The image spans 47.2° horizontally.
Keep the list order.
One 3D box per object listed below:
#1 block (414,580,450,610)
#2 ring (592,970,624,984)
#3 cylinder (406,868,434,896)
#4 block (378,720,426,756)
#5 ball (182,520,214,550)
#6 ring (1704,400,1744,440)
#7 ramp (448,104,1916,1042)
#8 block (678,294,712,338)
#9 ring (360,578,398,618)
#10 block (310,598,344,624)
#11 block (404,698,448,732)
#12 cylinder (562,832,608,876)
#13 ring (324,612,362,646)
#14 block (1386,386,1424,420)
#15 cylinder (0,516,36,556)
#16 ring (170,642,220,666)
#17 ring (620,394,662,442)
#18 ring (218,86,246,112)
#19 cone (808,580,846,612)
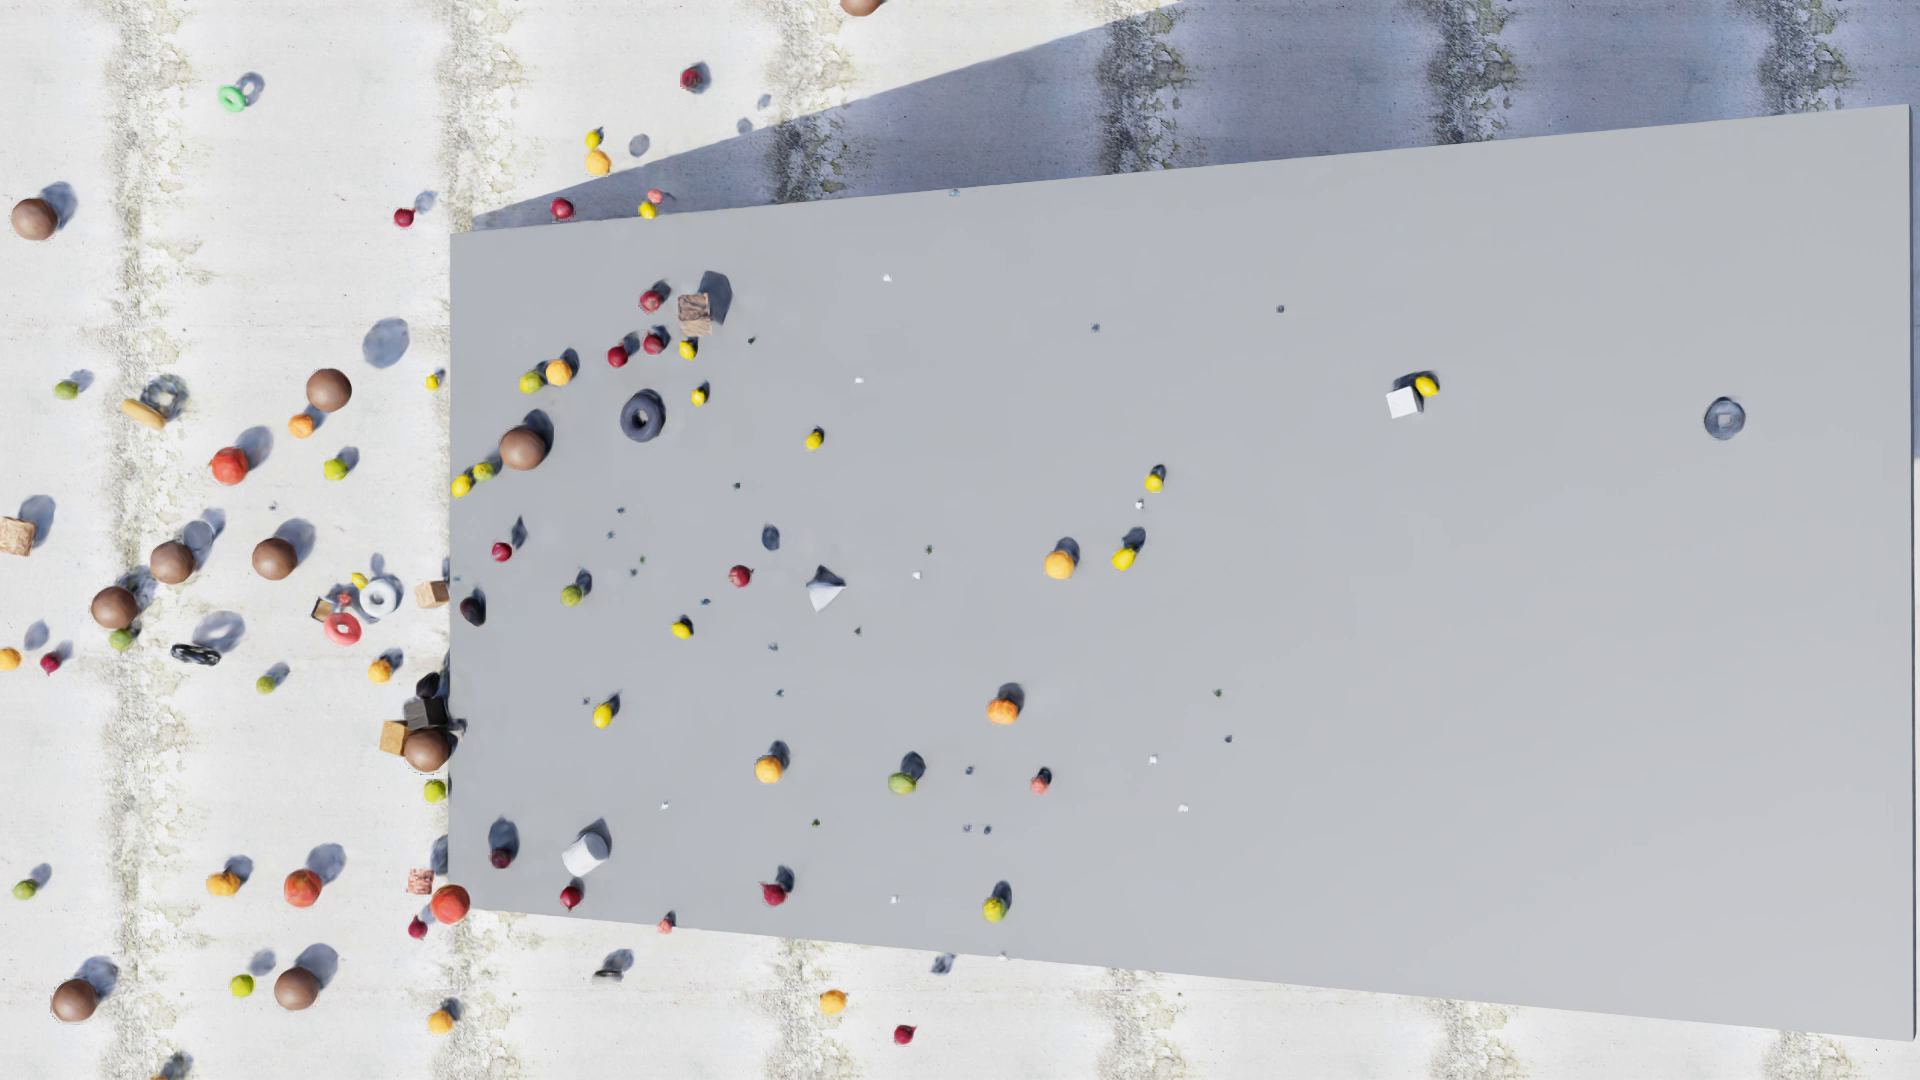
[{"bbox_3d":[-1.567,0.163,6.525,0.067,0.067,0.067,-23,79,26],"label":"block"},{"bbox_3d":[-1.052,1.305,6.565,0.093,0.093,0.031,0,91,0],"label":"ring"},{"bbox_3d":[-1.601,1.014,6.526,0.071,0.071,0.071,6,78,0],"label":"cylinder"},{"bbox_3d":[-1.661,0.591,6.557,0.090,0.090,0.090,11,91,32],"label":"block"},{"bbox_3d":[-2.283,-0.015,6.583,0.090,0.090,0.090,0,89,0],"label":"ball"},{"bbox_3d":[1.686,-0.264,4.852,0.087,0.029,0.087,-1,87,28],"label":"ring"},{"bbox_3d":[0.277,0.078,5.657,4.000,0.100,2.000,0,89,28],"label":"ramp"},{"bbox_3d":[-0.727,-0.615,6.024,0.083,0.083,0.083,-6,63,-4],"label":"block"},{"bbox_3d":[-1.744,0.173,6.607,0.117,0.039,0.117,0,89,-1],"label":"ring"},{"bbox_3d":[-1.898,0.214,6.593,0.064,0.064,0.064,26,89,0],"label":"block"},{"bbox_3d":[-1.584,0.517,6.522,0.081,0.081,0.081,-18,81,29],"label":"block"},{"bbox_3d":[-1.062,0.892,6.239,0.091,0.091,0.091,-35,89,23],"label":"cylinder"},{"bbox_3d":[-1.836,0.264,6.543,0.114,0.114,0.038,45,129,0],"label":"ring"},{"bbox_3d":[1.046,-0.321,5.169,0.060,0.060,0.060,-18,81,26],"label":"block"},{"bbox_3d":[-2.820,-0.011,6.569,0.098,0.098,0.098,14,90,0],"label":"cylinder"},{"bbox_3d":[-2.274,0.340,6.544,0.145,0.145,0.048,13,87,0],"label":"ring"},{"bbox_3d":[-0.896,-0.342,6.193,0.136,0.045,0.136,0,89,26],"label":"ring"},{"bbox_3d":[-2.180,-1.318,6.580,0.087,0.087,0.029,18,48,0],"label":"ring"},{"bbox_3d":[-0.350,0.138,5.898,0.094,0.094,0.094,-17,89,4],"label":"cone"}]
